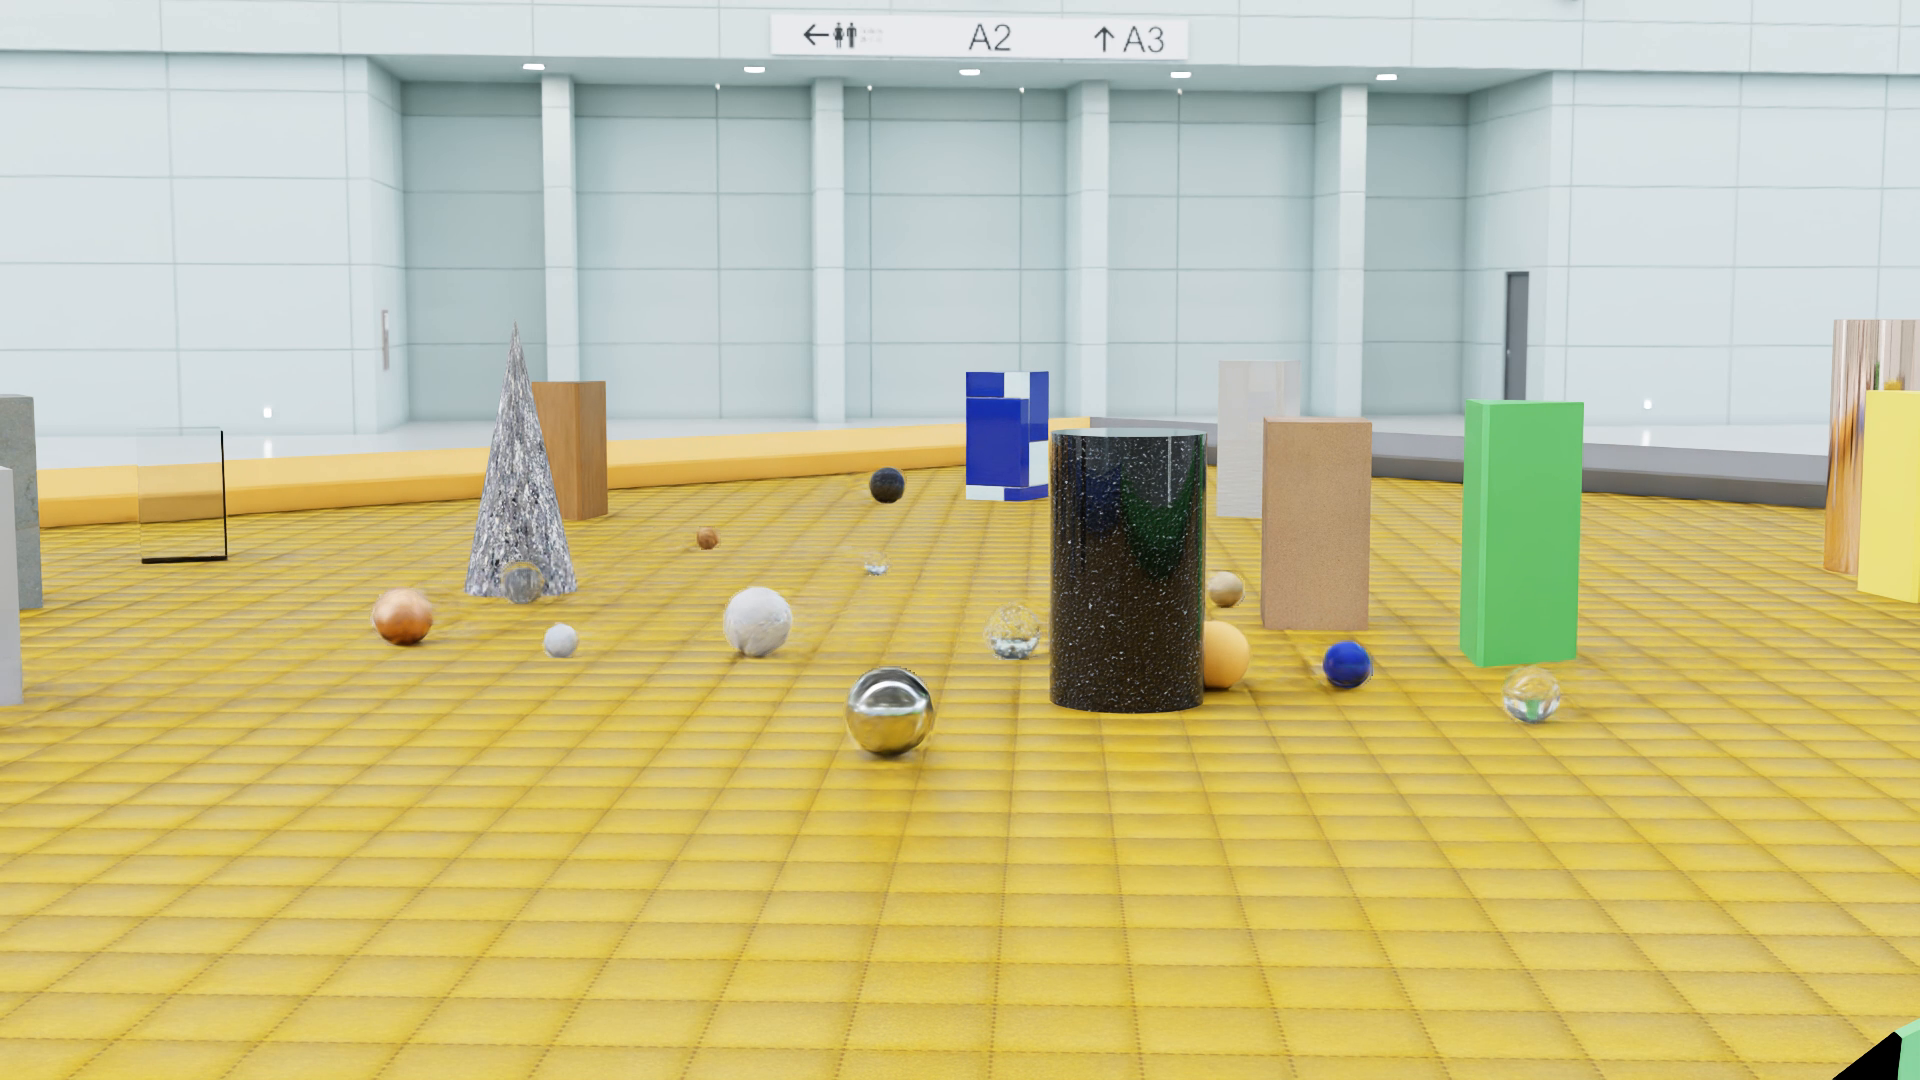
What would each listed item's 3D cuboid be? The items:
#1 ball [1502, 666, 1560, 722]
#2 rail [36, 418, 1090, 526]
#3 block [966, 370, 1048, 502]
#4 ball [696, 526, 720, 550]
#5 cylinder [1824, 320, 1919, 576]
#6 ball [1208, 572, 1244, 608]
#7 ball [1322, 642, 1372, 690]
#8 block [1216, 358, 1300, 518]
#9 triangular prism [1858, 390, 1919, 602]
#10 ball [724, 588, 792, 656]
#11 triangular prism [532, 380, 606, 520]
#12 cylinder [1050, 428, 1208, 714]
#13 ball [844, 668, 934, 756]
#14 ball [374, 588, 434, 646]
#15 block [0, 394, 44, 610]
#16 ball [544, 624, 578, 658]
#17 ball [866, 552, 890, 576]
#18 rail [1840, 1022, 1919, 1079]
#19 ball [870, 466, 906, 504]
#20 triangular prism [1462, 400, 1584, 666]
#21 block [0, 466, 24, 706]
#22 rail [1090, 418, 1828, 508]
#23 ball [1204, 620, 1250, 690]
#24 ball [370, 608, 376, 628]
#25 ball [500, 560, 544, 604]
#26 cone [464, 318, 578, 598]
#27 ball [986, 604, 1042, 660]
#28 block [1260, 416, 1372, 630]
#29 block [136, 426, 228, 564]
[{"bbox_3d":[0.608,0.164,2.339,0.060,0.060,0.060,0,6,0],"label":"ball"},{"bbox_3d":[-1.347,-0.127,4.785,4.737,0.113,0.045,-6,8,-42],"label":"rail"},{"bbox_3d":[0.108,-0.240,5.018,0.140,0.289,0.140,3,7,29],"label":"block"},{"bbox_3d":[-0.457,-0.003,3.978,0.041,0.041,0.041,0,6,0],"label":"ball"},{"bbox_3d":[1.535,-0.157,3.650,0.174,0.417,0.174,0,6,0],"label":"cylinder"},{"bbox_3d":[0.390,0.073,3.227,0.052,0.052,0.052,0,6,0],"label":"ball"},{"bbox_3d":[0.448,0.145,2.544,0.055,0.055,0.055,0,6,0],"label":"ball"},{"bbox_3d":[0.628,-0.215,4.618,0.140,0.325,0.140,3,7,22],"label":"block"},{"bbox_3d":[1.439,-0.071,3.354,0.151,0.310,0.131,-5,8,-38],"label":"triangular prism"},{"bbox_3d":[-0.255,0.103,2.785,0.087,0.087,0.087,0,6,0],"label":"ball"},{"bbox_3d":[-0.792,-0.190,4.591,0.151,0.281,0.131,6,8,42],"label":"triangular prism"},{"bbox_3d":[0.187,0.030,2.462,0.174,0.301,0.174,0,6,0],"label":"cylinder"},{"bbox_3d":[-0.070,0.169,2.169,0.087,0.087,0.087,0,6,0],"label":"ball"},{"bbox_3d":[-0.725,0.100,2.863,0.076,0.076,0.076,0,6,0],"label":"ball"},{"bbox_3d":[-1.439,-0.056,3.225,0.140,0.309,0.140,-4,7,-33],"label":"block"},{"bbox_3d":[-0.501,0.127,2.763,0.043,0.043,0.043,0,6,0],"label":"ball"},{"bbox_3d":[-0.135,0.039,3.597,0.040,0.040,0.040,0,6,0],"label":"ball"},{"bbox_3d":[1.347,0.186,1.881,4.737,0.113,0.045,-6,8,-42],"label":"rail"},{"bbox_3d":[-0.161,-0.121,4.888,0.082,0.082,0.082,0,6,0],"label":"ball"},{"bbox_3d":[0.678,-0.014,2.771,0.151,0.322,0.131,-3,7,-25],"label":"triangular prism"},{"bbox_3d":[-1.139,0.051,2.450,0.140,0.262,0.140,-4,8,-35],"label":"block"},{"bbox_3d":[1.723,-0.141,4.914,0.045,0.113,4.021,-6,8,-42],"label":"rail"},{"bbox_3d":[0.295,0.133,2.540,0.080,0.080,0.080,0,6,0],"label":"ball"},{"bbox_3d":[-0.777,0.103,2.984,0.043,0.043,0.043,0,6,0],"label":"ball"},{"bbox_3d":[-0.649,0.063,3.261,0.064,0.064,0.064,0,6,0],"label":"ball"},{"bbox_3d":[-0.683,-0.133,3.397,0.174,0.424,0.174,0,6,0],"label":"cone"},{"bbox_3d":[0.067,0.115,2.749,0.070,0.070,0.070,0,6,0],"label":"ball"},{"bbox_3d":[0.493,-0.025,3.055,0.140,0.284,0.140,1,6,5],"label":"block"},{"bbox_3d":[-1.359,-0.080,3.837,0.140,0.226,0.140,-2,7,-21],"label":"block"}]
